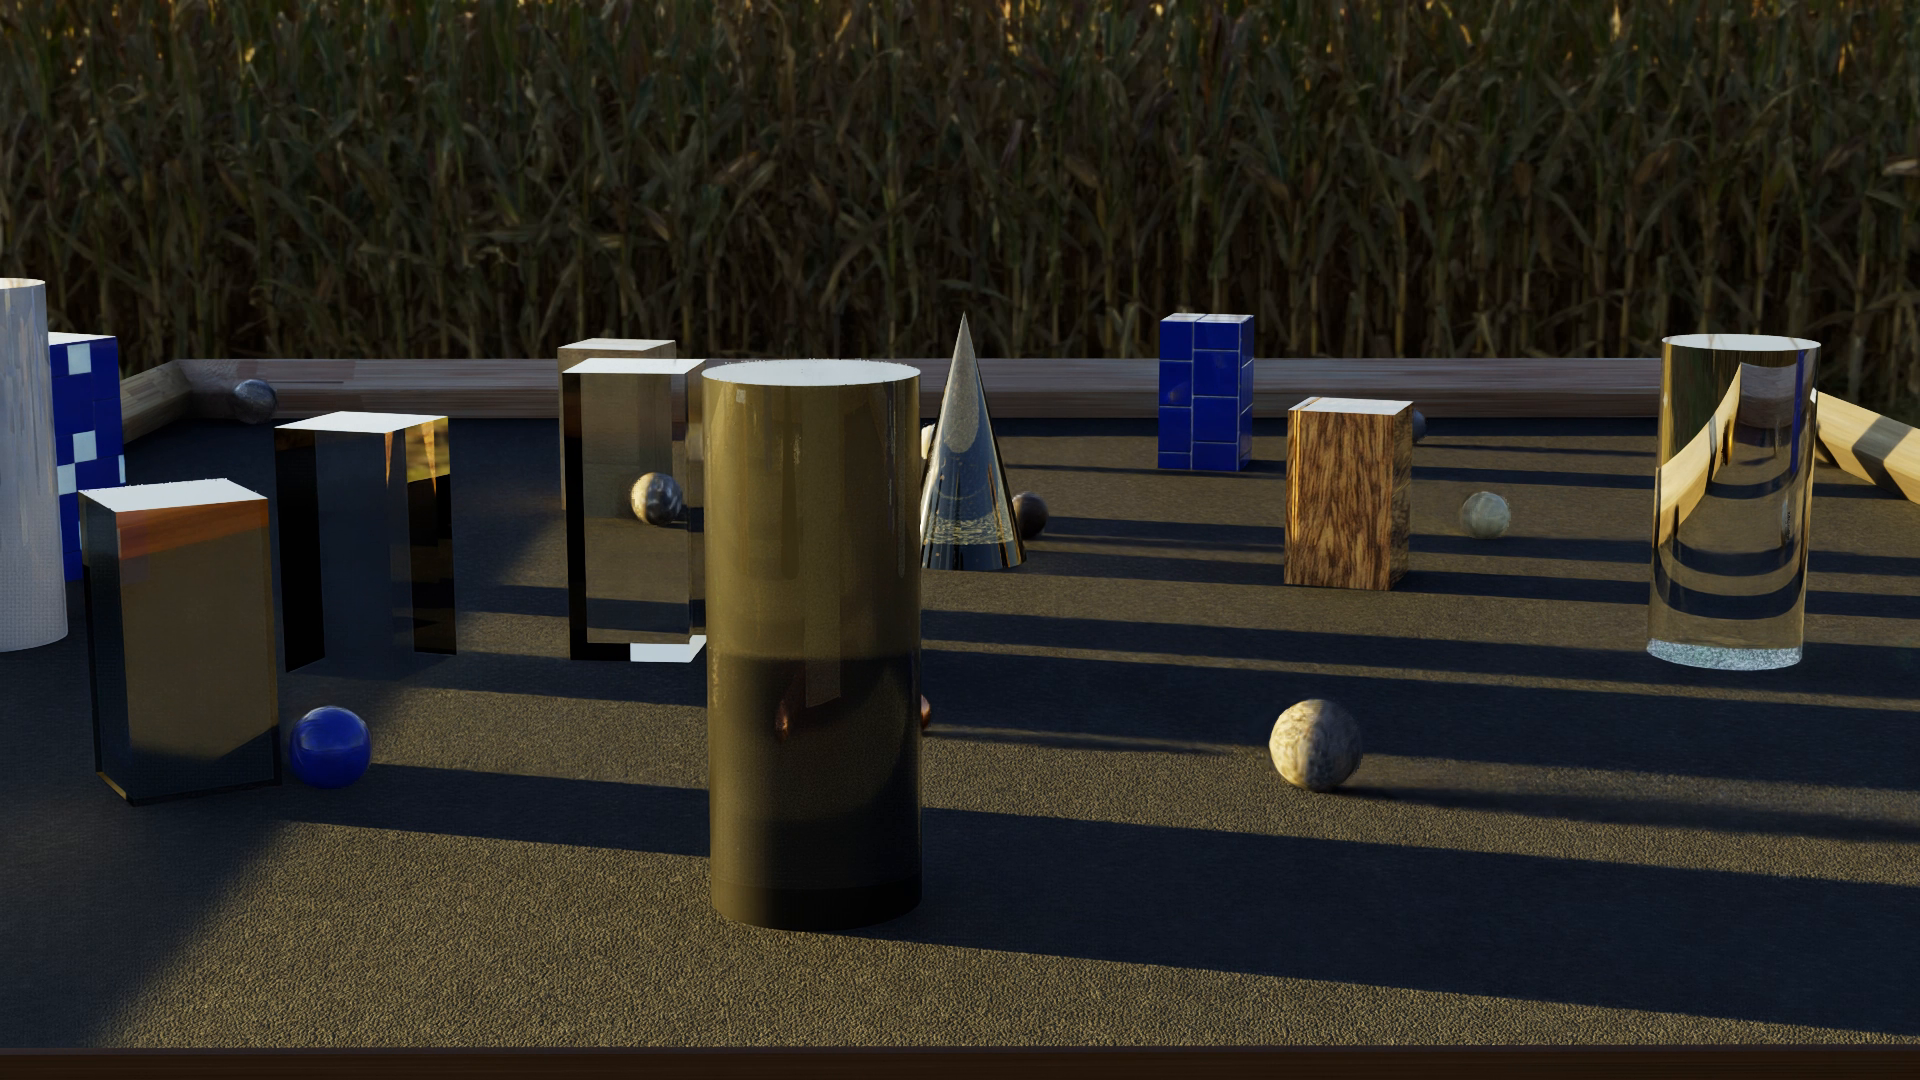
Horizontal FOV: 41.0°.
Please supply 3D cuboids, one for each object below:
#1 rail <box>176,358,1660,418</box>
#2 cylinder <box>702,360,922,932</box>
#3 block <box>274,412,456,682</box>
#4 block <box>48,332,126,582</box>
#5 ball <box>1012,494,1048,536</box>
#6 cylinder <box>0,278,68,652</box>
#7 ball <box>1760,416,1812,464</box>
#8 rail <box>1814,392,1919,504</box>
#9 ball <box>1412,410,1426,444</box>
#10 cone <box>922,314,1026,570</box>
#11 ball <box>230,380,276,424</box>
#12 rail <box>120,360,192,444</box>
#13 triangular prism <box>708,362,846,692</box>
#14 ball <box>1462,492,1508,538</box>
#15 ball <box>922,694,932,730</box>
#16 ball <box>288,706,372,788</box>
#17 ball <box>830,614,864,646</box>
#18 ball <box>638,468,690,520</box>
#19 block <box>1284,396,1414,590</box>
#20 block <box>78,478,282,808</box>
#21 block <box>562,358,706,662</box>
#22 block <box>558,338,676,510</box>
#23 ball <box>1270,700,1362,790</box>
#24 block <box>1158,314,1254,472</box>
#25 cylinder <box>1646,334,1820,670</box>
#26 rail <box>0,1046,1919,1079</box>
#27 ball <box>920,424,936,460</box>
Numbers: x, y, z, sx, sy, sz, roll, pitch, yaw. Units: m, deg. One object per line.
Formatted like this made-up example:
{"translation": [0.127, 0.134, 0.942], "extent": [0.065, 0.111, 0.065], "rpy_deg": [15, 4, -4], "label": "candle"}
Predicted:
{"translation": [-0.011, -0.309, 5.271], "extent": [3.205, 0.121, 0.045], "rpy_deg": [0, 11, 0], "label": "rail"}
{"translation": [-0.126, 0.086, 2.223], "extent": [0.186, 0.465, 0.186], "rpy_deg": [0, 11, 0], "label": "cylinder"}
{"translation": [-0.719, 0.005, 3.112], "extent": [0.149, 0.299, 0.149], "rpy_deg": [3, 11, 17], "label": "block"}
{"translation": [-1.309, -0.120, 3.676], "extent": [0.149, 0.337, 0.149], "rpy_deg": [5, 12, 27], "label": "block"}
{"translation": [0.103, -0.038, 3.976], "extent": [0.066, 0.066, 0.066], "rpy_deg": [0, 11, 0], "label": "ball"}
{"translation": [-1.240, -0.097, 3.241], "extent": [0.186, 0.451, 0.186], "rpy_deg": [0, 11, 0], "label": "cylinder"}
{"translation": [1.506, -0.182, 4.679], "extent": [0.090, 0.090, 0.090], "rpy_deg": [0, 11, 0], "label": "ball"}
{"translation": [1.579, 0.029, 3.458], "extent": [0.045, 0.121, 3.753], "rpy_deg": [0, 11, 0], "label": "rail"}
{"translation": [0.860, -0.218, 4.927], "extent": [0.070, 0.070, 0.070], "rpy_deg": [0, 11, 0], "label": "ball"}
{"translation": [0.006, -0.154, 3.770], "extent": [0.186, 0.368, 0.186], "rpy_deg": [0, 11, 0], "label": "cone"}
{"translation": [-1.432, -0.280, 5.200], "extent": [0.091, 0.091, 0.091], "rpy_deg": [0, 11, 0], "label": "ball"}
{"translation": [-1.579, 0.033, 3.441], "extent": [0.045, 0.121, 3.753], "rpy_deg": [0, 11, 0], "label": "rail"}
{"translation": [-0.196, -0.020, 3.052], "extent": [0.161, 0.369, 0.140], "rpy_deg": [3, 11, 13], "label": "triangular prism"}
{"translation": [0.810, -0.038, 3.958], "extent": [0.072, 0.072, 0.072], "rpy_deg": [0, 11, 0], "label": "ball"}
{"translation": [-0.053, 0.189, 2.813], "extent": [0.046, 0.046, 0.046], "rpy_deg": [0, 11, 0], "label": "ball"}
{"translation": [-0.638, 0.210, 2.602], "extent": [0.083, 0.083, 0.083], "rpy_deg": [0, 11, 0], "label": "ball"}
{"translation": [-0.142, 0.113, 3.234], "extent": [0.041, 0.041, 0.041], "rpy_deg": [0, 11, 0], "label": "ball"}
{"translation": [-0.476, -0.075, 4.124], "extent": [0.084, 0.084, 0.084], "rpy_deg": [0, 11, 0], "label": "ball"}
{"translation": [0.552, -0.068, 3.643], "extent": [0.149, 0.247, 0.149], "rpy_deg": [4, 11, 19], "label": "block"}
{"translation": [-0.793, 0.100, 2.610], "extent": [0.149, 0.296, 0.149], "rpy_deg": [-7, 12, -32], "label": "block"}
{"translation": [-0.400, -0.040, 3.194], "extent": [0.149, 0.356, 0.149], "rpy_deg": [1, 11, 4], "label": "block"}
{"translation": [-0.564, -0.191, 4.247], "extent": [0.149, 0.267, 0.149], "rpy_deg": [3, 11, 14], "label": "block"}
{"translation": [0.360, 0.207, 2.591], "extent": [0.092, 0.092, 0.092], "rpy_deg": [0, 11, 0], "label": "ball"}
{"translation": [0.449, -0.271, 4.672], "extent": [0.149, 0.267, 0.149], "rpy_deg": [3, 11, 14], "label": "block"}
{"translation": [0.952, -0.050, 3.163], "extent": [0.186, 0.388, 0.186], "rpy_deg": [0, 11, 0], "label": "cylinder"}
{"translation": [0.011, 0.371, 1.628], "extent": [3.205, 0.121, 0.045], "rpy_deg": [0, 11, 0], "label": "rail"}
{"translation": [-0.045, -0.177, 4.700], "extent": [0.072, 0.072, 0.072], "rpy_deg": [0, 11, 0], "label": "ball"}
